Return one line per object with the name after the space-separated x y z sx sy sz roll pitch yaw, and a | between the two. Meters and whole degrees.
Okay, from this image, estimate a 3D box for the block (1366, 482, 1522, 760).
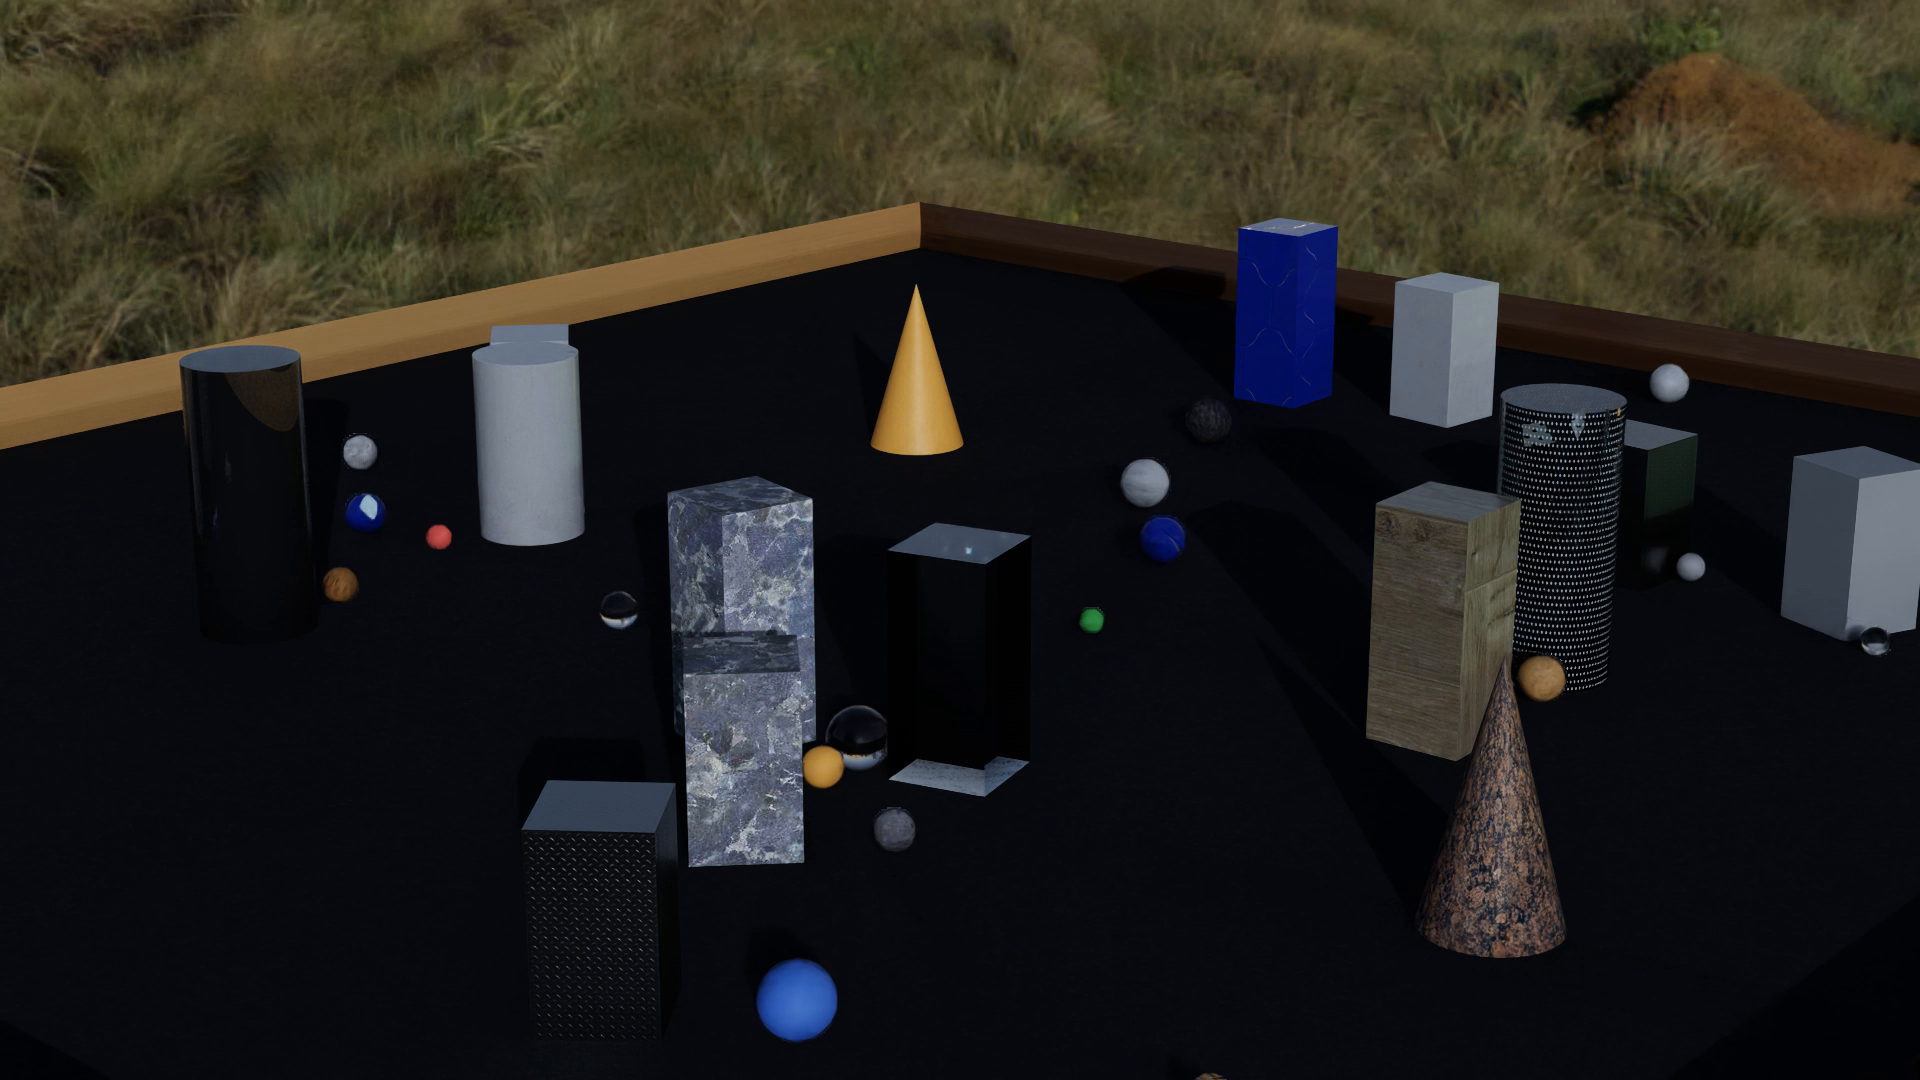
0.726 0.120 4.410 0.156 0.371 0.156 13 21 37 | block

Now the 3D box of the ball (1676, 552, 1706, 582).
1.296 0.049 5.199 0.051 0.051 0.051 0 17 0 | ball

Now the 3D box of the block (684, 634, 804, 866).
-0.297 0.287 4.020 0.156 0.275 0.156 -1 17 -5 | block

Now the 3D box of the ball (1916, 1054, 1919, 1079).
1.123 0.601 3.341 0.065 0.065 0.065 0 17 0 | ball

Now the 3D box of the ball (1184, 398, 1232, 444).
0.516 -0.248 6.104 0.097 0.097 0.097 0 17 0 | ball

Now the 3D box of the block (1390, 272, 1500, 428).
1.040 -0.410 6.301 0.156 0.292 0.156 -15 22 -41 | block

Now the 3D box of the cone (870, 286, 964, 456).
-0.090 -0.365 6.072 0.195 0.339 0.195 0 17 0 | cone

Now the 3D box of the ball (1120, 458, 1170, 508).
0.356 -0.110 5.648 0.095 0.095 0.095 0 17 0 | ball

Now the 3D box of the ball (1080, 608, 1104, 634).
0.221 0.137 4.921 0.042 0.042 0.042 0 17 0 | ball

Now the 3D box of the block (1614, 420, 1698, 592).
1.192 -0.064 5.212 0.156 0.258 0.156 -15 23 -42 | block

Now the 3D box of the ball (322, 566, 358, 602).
-1.075 0.077 5.085 0.062 0.062 0.062 0 17 0 | ball

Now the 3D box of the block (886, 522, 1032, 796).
0.000 0.172 4.271 0.156 0.351 0.156 8 19 25 | block

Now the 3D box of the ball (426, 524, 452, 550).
-0.957 -0.005 5.383 0.047 0.047 0.047 0 17 0 | ball

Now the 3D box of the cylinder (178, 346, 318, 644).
-1.186 -0.076 4.896 0.195 0.465 0.195 0 17 0 | cylinder

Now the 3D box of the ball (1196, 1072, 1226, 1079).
0.282 0.623 3.302 0.046 0.046 0.046 0 17 0 | ball

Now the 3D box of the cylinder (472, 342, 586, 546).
-0.802 -0.181 5.457 0.195 0.341 0.195 0 17 0 | cylinder

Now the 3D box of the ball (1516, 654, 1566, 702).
0.912 0.217 4.600 0.075 0.075 0.075 0 17 0 | ball

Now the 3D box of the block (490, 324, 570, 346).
-0.878 -0.303 6.020 0.156 0.249 0.156 -2 17 -7 | block

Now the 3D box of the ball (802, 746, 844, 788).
-0.198 0.329 4.249 0.062 0.062 0.062 0 17 0 | ball

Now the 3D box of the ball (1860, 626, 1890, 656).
1.504 0.166 4.815 0.047 0.047 0.047 0 17 0 | ball

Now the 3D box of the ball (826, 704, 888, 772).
-0.149 0.291 4.314 0.098 0.098 0.098 0 17 0 | ball

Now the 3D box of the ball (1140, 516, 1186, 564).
0.367 0.001 5.301 0.084 0.084 0.084 0 17 0 | ball

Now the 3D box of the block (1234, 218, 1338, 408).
0.716 -0.500 6.449 0.156 0.380 0.156 13 21 37 | block

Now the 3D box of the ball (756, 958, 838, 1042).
-0.193 0.545 3.475 0.097 0.097 0.097 0 17 0 | ball

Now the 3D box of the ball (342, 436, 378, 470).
-1.210 -0.176 5.913 0.069 0.069 0.069 0 17 0 | ball

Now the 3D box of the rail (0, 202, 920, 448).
-1.597 -0.369 6.448 0.045 0.127 4.586 14 22 39 | rail

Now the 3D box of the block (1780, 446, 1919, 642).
1.509 0.005 4.944 0.156 0.282 0.156 -8 19 -25 | block

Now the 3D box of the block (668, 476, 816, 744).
-0.327 0.116 4.404 0.156 0.381 0.156 -12 20 -34 | block

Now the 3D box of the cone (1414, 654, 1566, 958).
0.686 0.320 3.740 0.195 0.375 0.195 0 17 0 | cone

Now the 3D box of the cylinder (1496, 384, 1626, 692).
0.948 -0.004 4.672 0.195 0.456 0.195 0 17 0 | cylinder

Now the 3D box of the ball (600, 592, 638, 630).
-0.575 0.119 4.942 0.065 0.065 0.065 0 17 0 | ball

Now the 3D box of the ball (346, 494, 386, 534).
-1.110 -0.050 5.485 0.074 0.074 0.074 0 17 0 | ball

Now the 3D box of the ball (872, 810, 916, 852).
-0.090 0.399 4.023 0.059 0.059 0.059 0 17 0 | ball

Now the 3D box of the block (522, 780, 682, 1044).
-0.426 0.444 3.512 0.156 0.269 0.156 1 17 3 | block

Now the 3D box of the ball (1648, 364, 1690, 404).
1.557 -0.343 6.436 0.087 0.087 0.087 0 17 0 | ball

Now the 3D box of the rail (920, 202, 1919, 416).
1.488 -0.463 6.761 4.278 0.127 0.045 14 22 39 | rail
